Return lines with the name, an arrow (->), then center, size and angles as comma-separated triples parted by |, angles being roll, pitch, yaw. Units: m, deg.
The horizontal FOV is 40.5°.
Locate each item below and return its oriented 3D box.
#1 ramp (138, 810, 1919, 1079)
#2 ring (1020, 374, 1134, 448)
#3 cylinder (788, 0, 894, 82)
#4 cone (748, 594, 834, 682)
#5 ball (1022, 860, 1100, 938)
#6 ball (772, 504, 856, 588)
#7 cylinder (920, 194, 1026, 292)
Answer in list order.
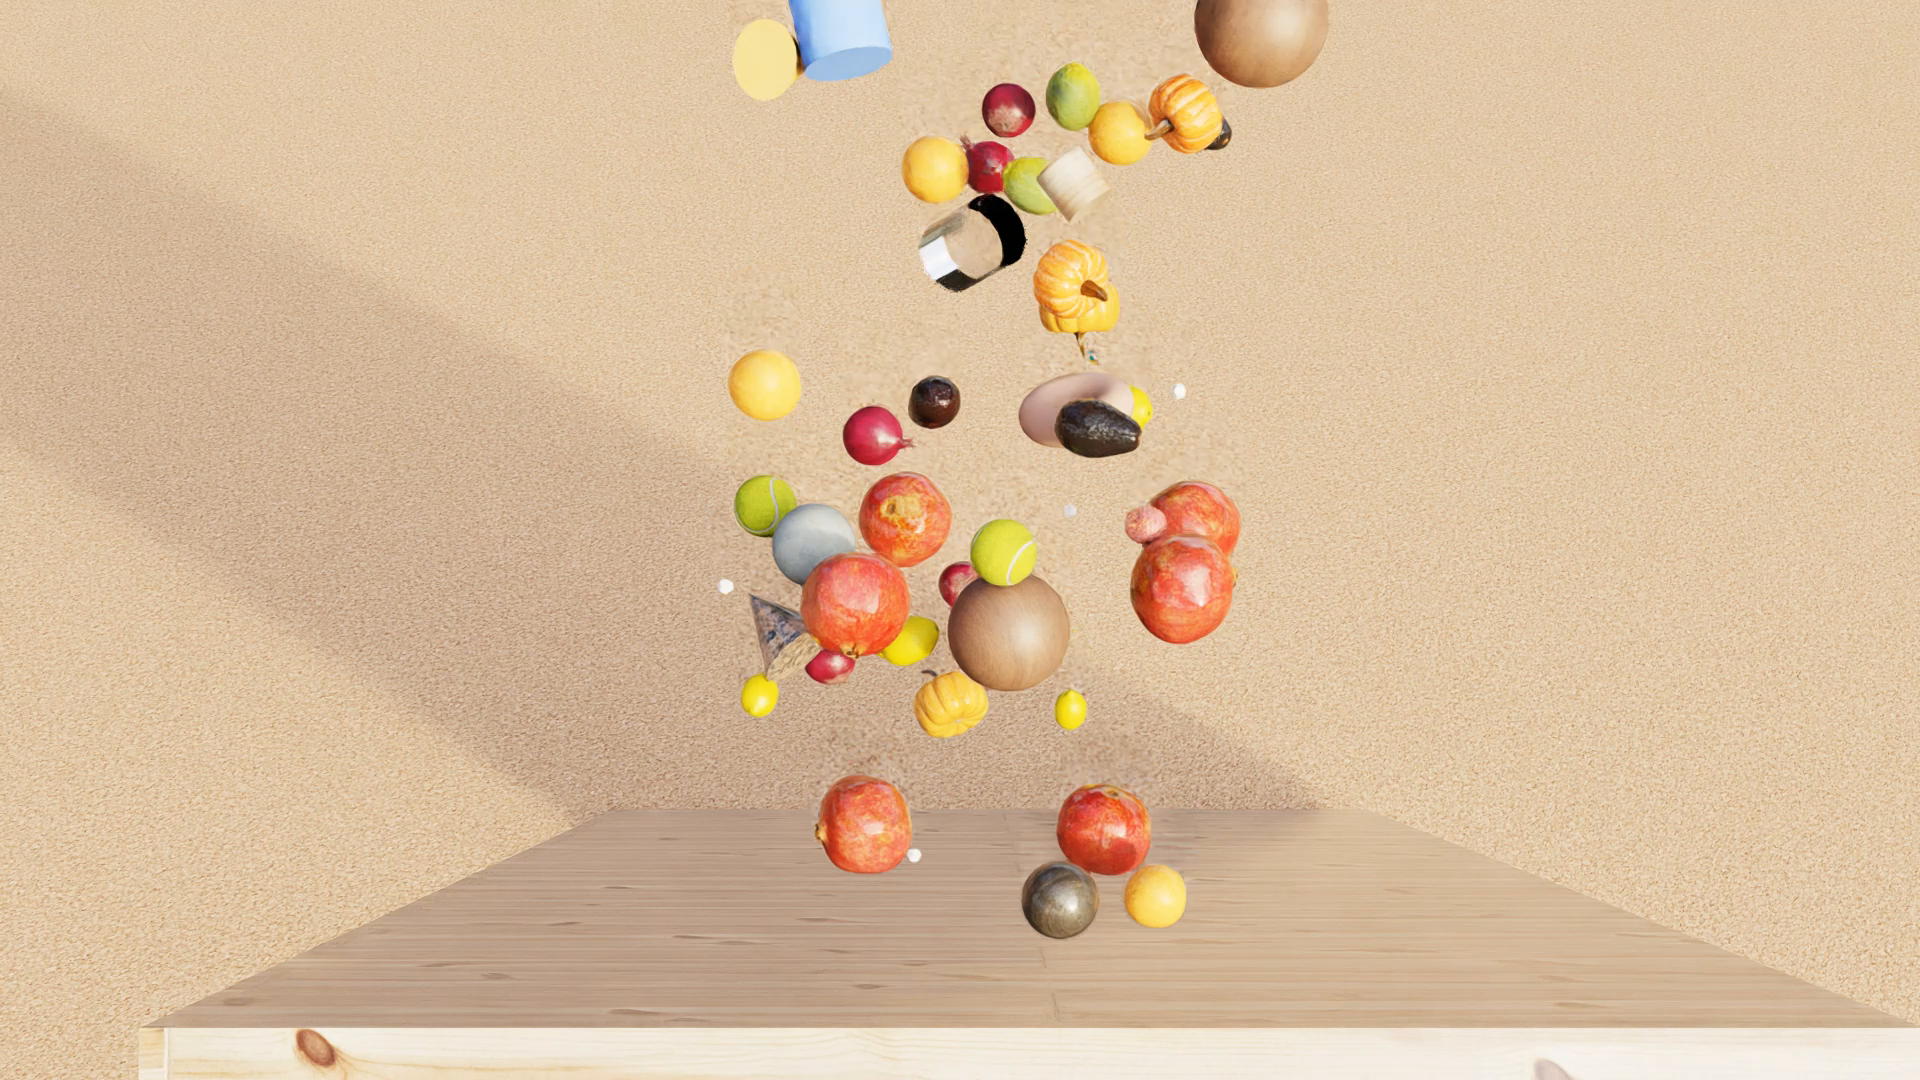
ramp -> 0.081, 0.681, 4.910 | 2.000, 0.100, 4.000 | 0, -2, 0
ring -> 0.121, -0.136, 2.708 | 0.122, 0.041, 0.122 | -10, 28, 5
cylinder -> -0.107, -0.458, 2.298 | 0.080, 0.080, 0.080 | -11, 82, -14
cone -> -0.203, 0.090, 2.832 | 0.092, 0.092, 0.092 | -30, 68, -34
ball -> 0.112, 0.401, 2.901 | 0.087, 0.087, 0.087 | 0, 37, 0
ball -> -0.157, 0.006, 2.800 | 0.091, 0.091, 0.091 | 0, 37, 0
cylinder -> 0.014, -0.329, 2.886 | 0.084, 0.084, 0.084 | -36, 8, -38
